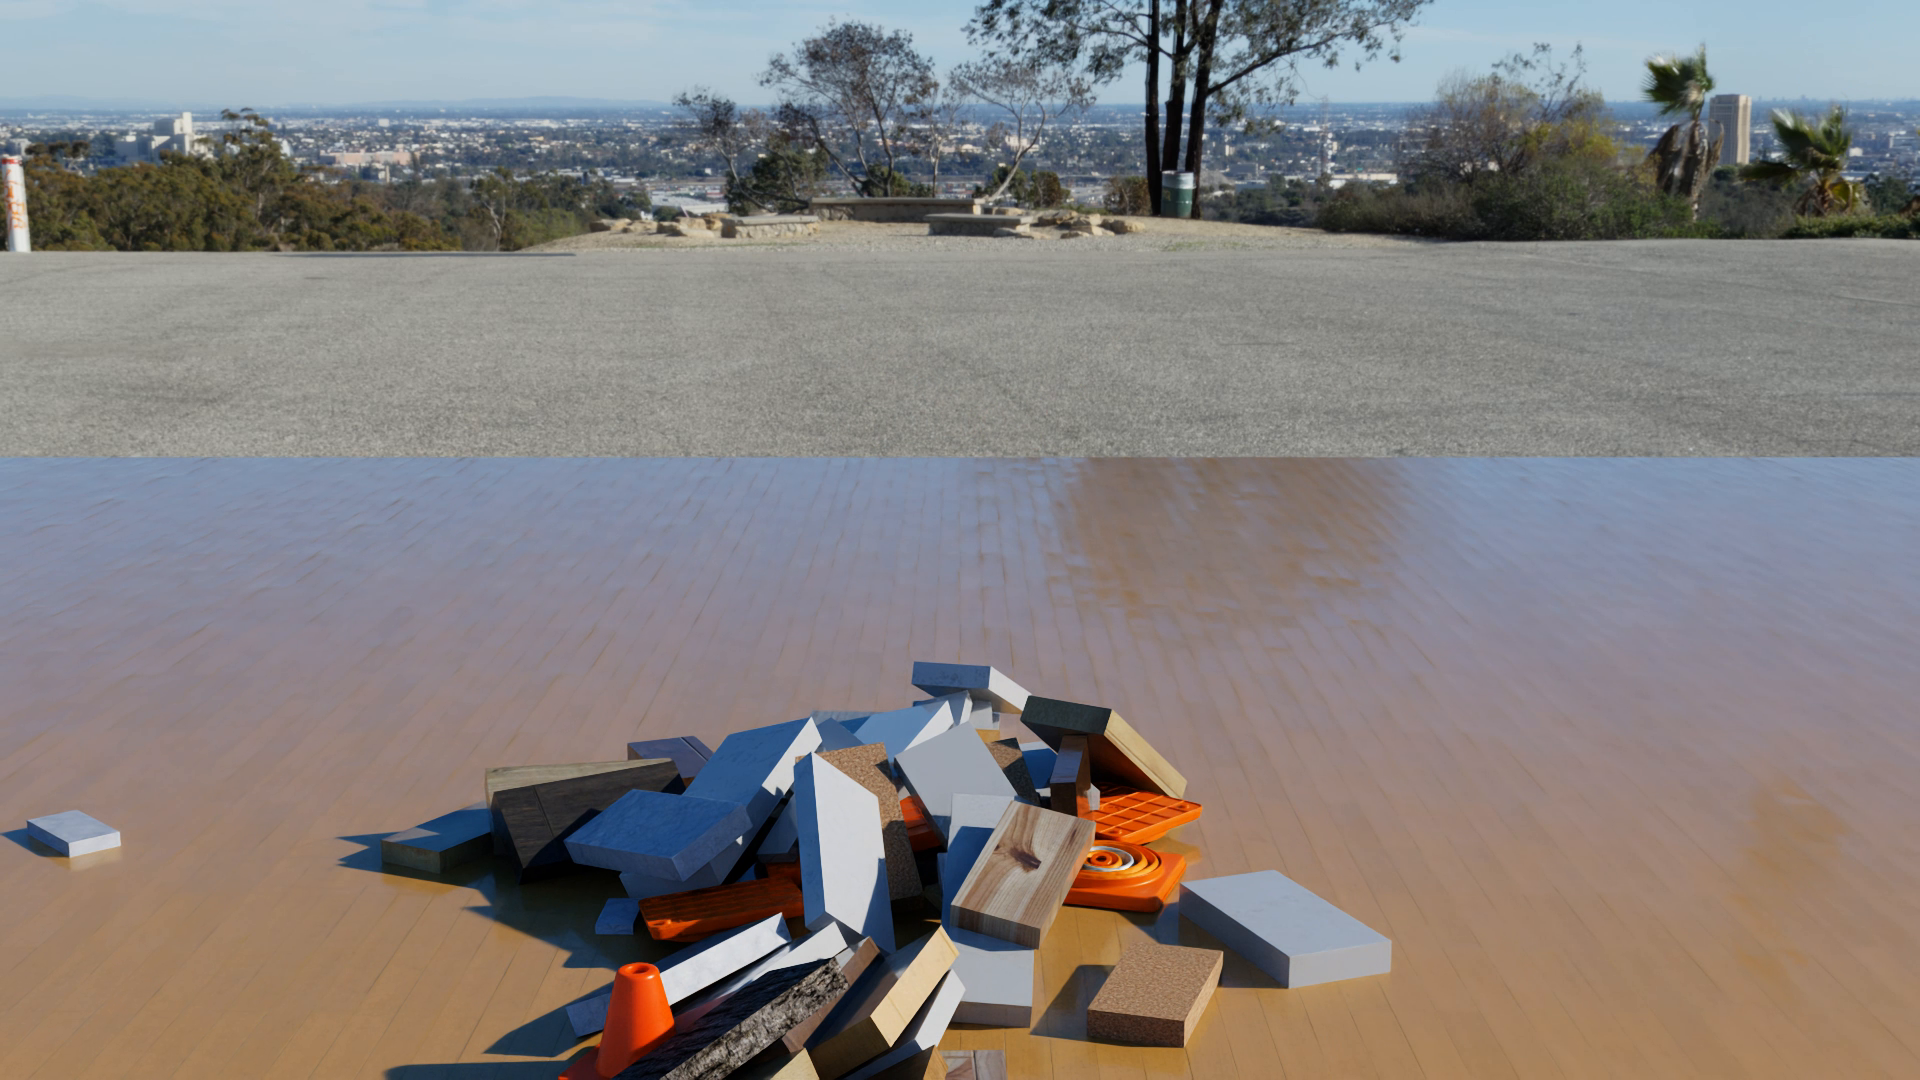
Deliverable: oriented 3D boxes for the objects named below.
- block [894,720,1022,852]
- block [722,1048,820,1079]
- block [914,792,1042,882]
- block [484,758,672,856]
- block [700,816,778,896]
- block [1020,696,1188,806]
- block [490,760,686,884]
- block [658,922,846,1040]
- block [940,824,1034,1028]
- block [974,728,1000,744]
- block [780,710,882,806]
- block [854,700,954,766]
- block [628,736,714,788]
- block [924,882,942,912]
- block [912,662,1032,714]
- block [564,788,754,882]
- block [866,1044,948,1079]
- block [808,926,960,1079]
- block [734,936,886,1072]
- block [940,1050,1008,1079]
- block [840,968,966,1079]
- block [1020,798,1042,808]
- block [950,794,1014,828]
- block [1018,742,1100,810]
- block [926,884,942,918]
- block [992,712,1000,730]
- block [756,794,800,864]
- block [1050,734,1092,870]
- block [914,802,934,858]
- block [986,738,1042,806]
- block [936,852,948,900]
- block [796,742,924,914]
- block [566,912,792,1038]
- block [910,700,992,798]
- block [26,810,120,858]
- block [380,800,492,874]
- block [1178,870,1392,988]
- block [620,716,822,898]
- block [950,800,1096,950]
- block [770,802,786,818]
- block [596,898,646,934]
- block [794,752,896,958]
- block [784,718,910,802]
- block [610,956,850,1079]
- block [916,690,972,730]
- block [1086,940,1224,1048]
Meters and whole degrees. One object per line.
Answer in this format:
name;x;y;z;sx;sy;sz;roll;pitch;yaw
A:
block;0.024;0.449;3.642;0.145;0.041;0.290;-24;60;-19
block;-0.317;0.721;2.646;0.169;0.048;0.338;-24;1;23
block;0.032;0.510;3.802;0.127;0.036;0.254;6;29;25
block;-0.671;0.474;3.928;0.333;0.047;0.166;-1;40;-18
block;-0.384;0.524;3.706;0.091;0.026;0.183;11;35;33
block;0.269;0.391;4.069;0.176;0.050;0.352;7;-23;33
block;-0.628;0.489;3.824;0.333;0.047;0.166;-7;49;-30
block;-0.292;0.634;3.136;0.145;0.041;0.290;-28;-3;26
block;0.042;0.570;3.287;0.139;0.039;0.404;4;30;1
block;0.016;0.424;4.198;0.108;0.030;0.215;2;23;4
block;-0.251;0.441;4.341;0.167;0.047;0.619;1;11;4
block;-0.137;0.387;4.081;0.158;0.045;0.360;-12;10;18
block;-0.534;0.433;4.199;0.135;0.038;0.271;-5;11;-23
block;0.004;0.588;3.500;0.061;0.017;0.122;-11;39;-43
block;0.027;0.304;4.492;0.160;0.045;0.320;3;-13;17
block;-0.502;0.486;3.640;0.319;0.045;0.159;-1;28;48
block;-0.092;0.714;2.727;0.124;0.035;0.248;-29;4;10
block;-0.125;0.644;3.007;0.169;0.048;0.338;-33;0;18
block;-0.225;0.656;2.998;0.145;0.041;0.377;-33;0;18
block;0.001;0.726;2.838;0.124;0.035;0.248;0;11;-2
block;-0.076;0.669;2.977;0.124;0.035;0.248;-32;3;15
block;0.081;0.505;3.649;0.076;0.022;0.168;24;57;19
block;0.035;0.479;3.512;0.101;0.029;0.202;3;30;0
block;0.144;0.440;4.052;0.127;0.036;0.254;-5;18;-22
block;-0.012;0.592;3.610;0.061;0.017;0.122;-2;11;-13
block;0.000;0.403;4.549;0.160;0.045;0.319;0;11;2
block;-0.277;0.479;3.703;0.076;0.022;0.152;-10;35;39
block;0.192;0.446;3.771;0.043;0.151;0.302;-3;10;8
block;-0.018;0.480;3.945;0.127;0.036;0.254;0;29;0
block;0.051;0.454;3.818;0.158;0.045;0.316;-10;26;-5
block;0.024;0.572;3.470;0.101;0.029;0.202;-1;35;-7
block;-0.168;0.479;3.615;0.151;0.043;0.302;-9;51;-11
block;-0.402;0.626;3.178;0.159;0.045;0.319;-23;-4;33
block;-0.015;0.410;4.330;0.160;0.045;0.320;0;23;0
block;-1.591;0.525;3.945;0.091;0.026;0.183;-10;15;-43
block;-0.883;0.525;3.913;0.135;0.038;0.271;6;12;29
block;0.504;0.605;3.450;0.176;0.050;0.352;-4;11;-21
block;-0.402;0.454;3.765;0.176;0.050;0.459;-14;20;25
block;0.098;0.503;3.330;0.139;0.039;0.278;13;31;16
block;-0.384;0.507;3.794;0.091;0.026;0.183;18;39;42
block;-0.546;0.605;3.540;0.060;0.017;0.120;0;11;1
block;-0.182;0.496;3.424;0.151;0.043;0.362;39;22;-29
block;-0.226;0.415;3.864;0.158;0.045;0.316;-28;24;-17
block;-0.318;0.652;2.836;0.350;0.045;0.159;-29;4;-42
block;-0.042;0.362;4.271;0.108;0.030;0.215;-14;19;12
block;0.287;0.657;3.199;0.139;0.039;0.278;3;11;17
